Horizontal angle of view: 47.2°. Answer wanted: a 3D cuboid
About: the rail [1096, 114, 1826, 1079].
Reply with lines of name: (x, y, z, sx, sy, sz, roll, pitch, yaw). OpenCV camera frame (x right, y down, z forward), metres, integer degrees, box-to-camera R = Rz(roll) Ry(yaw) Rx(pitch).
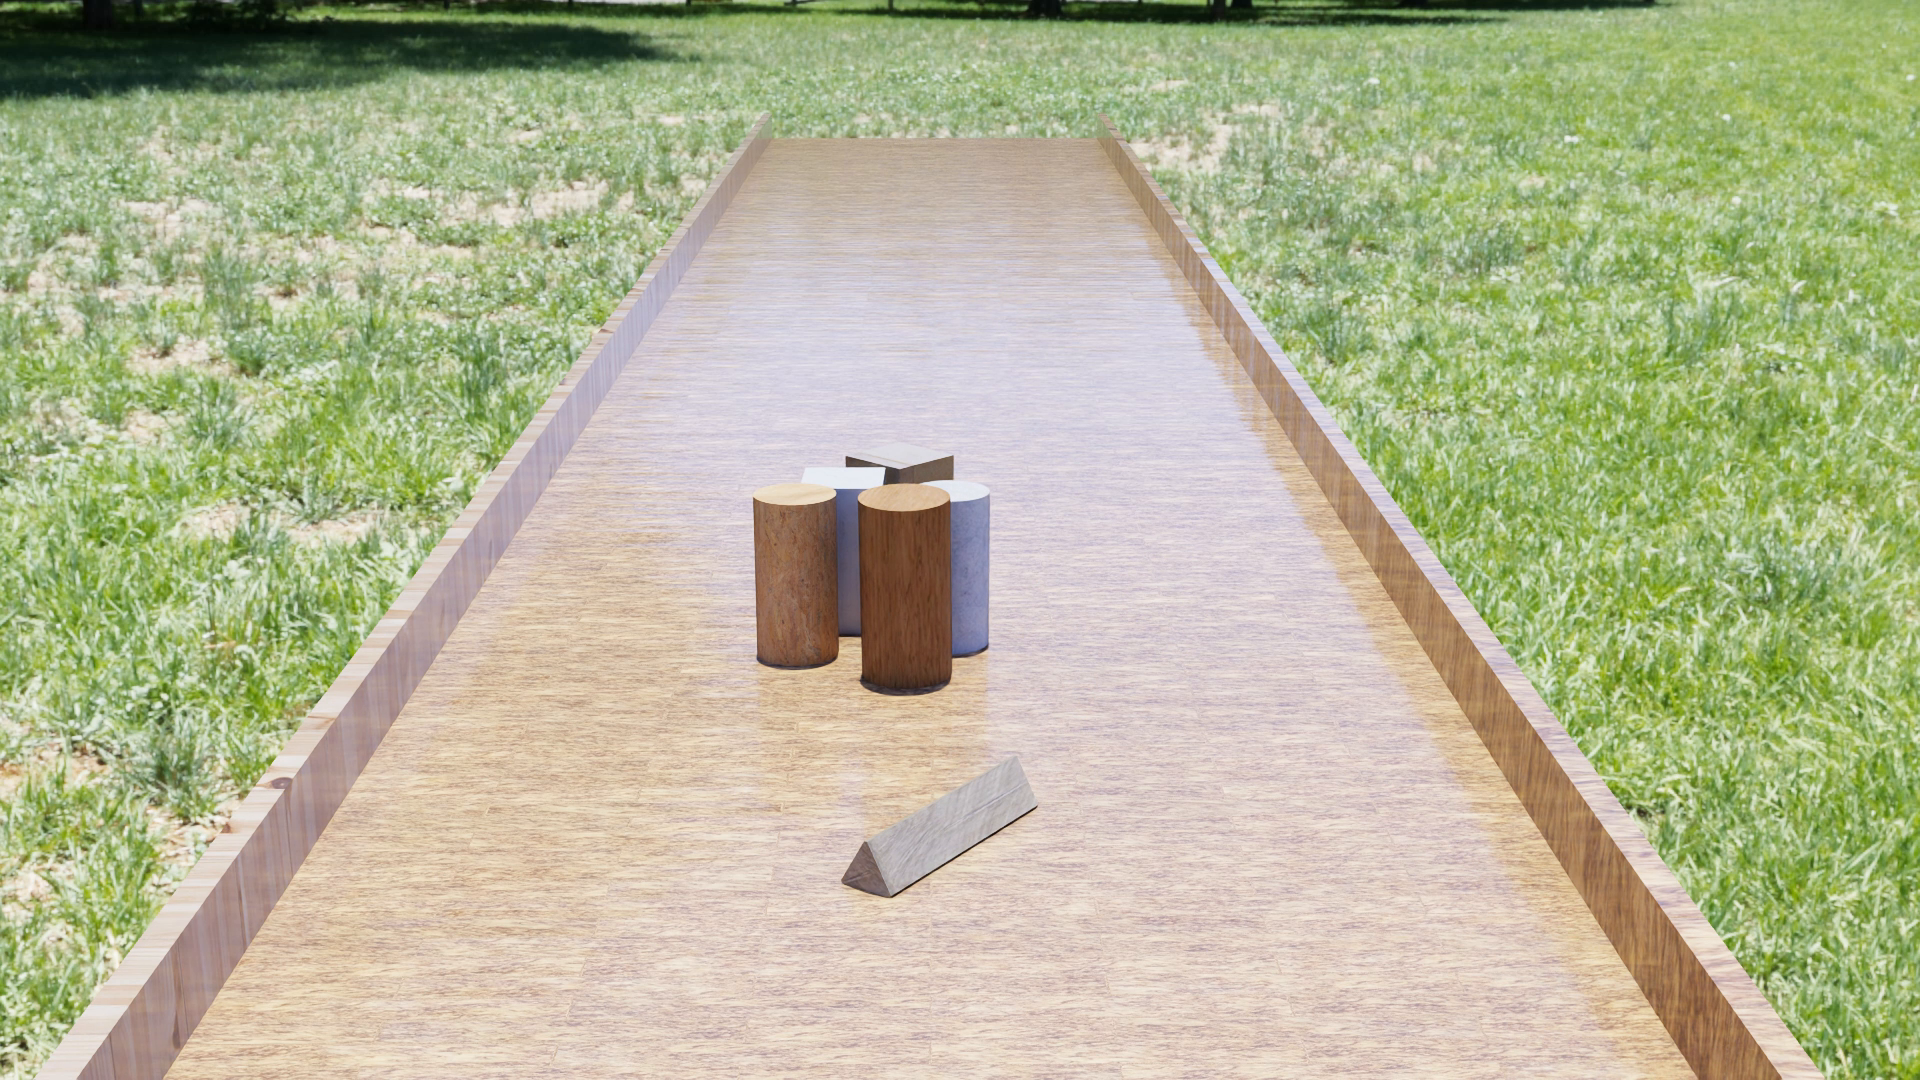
rail: (0.932, -0.844, 7.801, 0.050, 0.150, 12.000, 0, 17, -1)

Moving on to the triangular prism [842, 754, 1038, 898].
triangular prism: (-0.026, 0.452, 3.556, 0.094, 0.082, 0.424, 11, 20, 33)

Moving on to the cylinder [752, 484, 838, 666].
cylinder: (-0.328, 0.068, 4.415, 0.165, 0.333, 0.165, 0, 17, 0)

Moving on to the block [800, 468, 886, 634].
block: (-0.243, 0.021, 4.609, 0.169, 0.312, 0.169, 0, 17, 1)

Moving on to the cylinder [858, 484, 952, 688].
cylinder: (-0.106, 0.089, 4.284, 0.178, 0.361, 0.178, 0, 18, 0)

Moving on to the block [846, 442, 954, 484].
block: (-0.130, -0.032, 4.782, 0.165, 0.315, 0.165, 15, 22, 41)

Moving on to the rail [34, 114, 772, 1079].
rail: (-1.118, -0.838, 7.780, 0.050, 0.150, 12.000, 0, 17, -1)

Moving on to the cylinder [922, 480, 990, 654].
cylinder: (-0.021, 0.055, 4.479, 0.163, 0.321, 0.163, 0, 16, 0)
